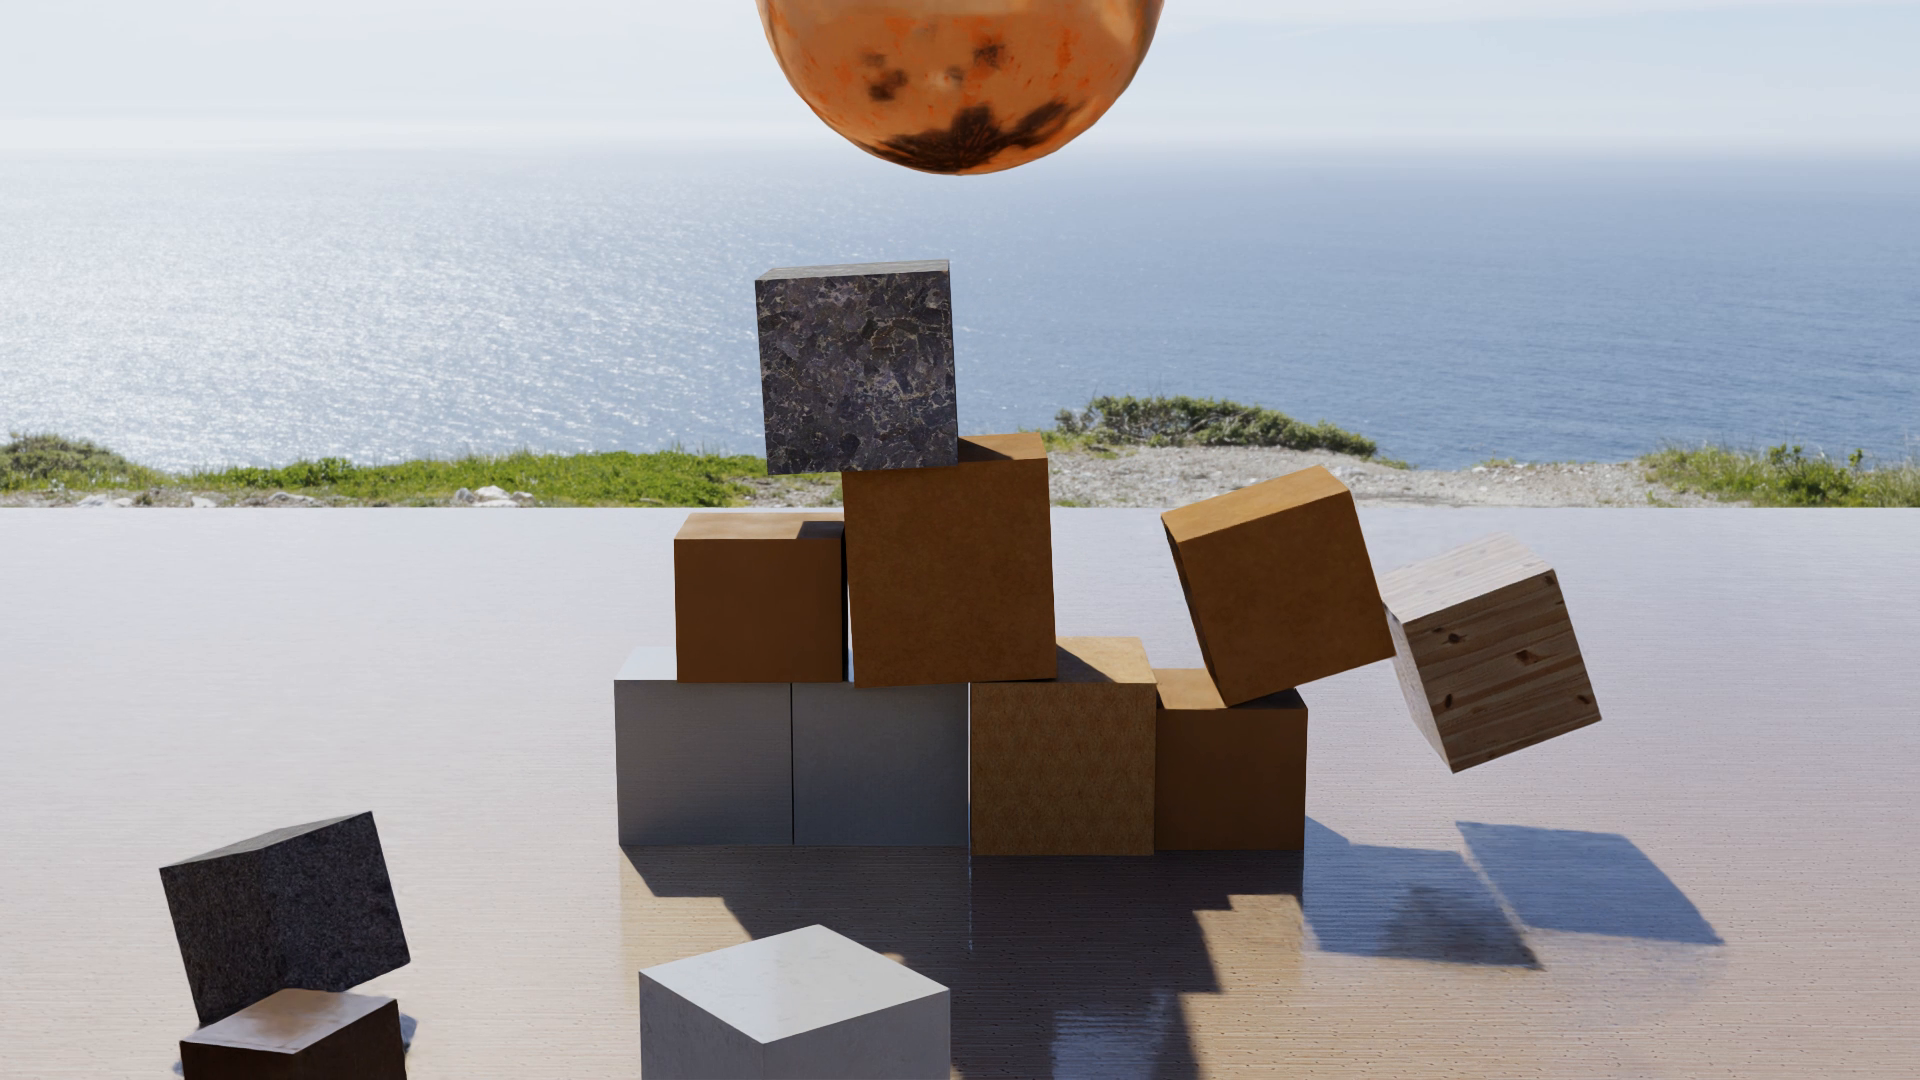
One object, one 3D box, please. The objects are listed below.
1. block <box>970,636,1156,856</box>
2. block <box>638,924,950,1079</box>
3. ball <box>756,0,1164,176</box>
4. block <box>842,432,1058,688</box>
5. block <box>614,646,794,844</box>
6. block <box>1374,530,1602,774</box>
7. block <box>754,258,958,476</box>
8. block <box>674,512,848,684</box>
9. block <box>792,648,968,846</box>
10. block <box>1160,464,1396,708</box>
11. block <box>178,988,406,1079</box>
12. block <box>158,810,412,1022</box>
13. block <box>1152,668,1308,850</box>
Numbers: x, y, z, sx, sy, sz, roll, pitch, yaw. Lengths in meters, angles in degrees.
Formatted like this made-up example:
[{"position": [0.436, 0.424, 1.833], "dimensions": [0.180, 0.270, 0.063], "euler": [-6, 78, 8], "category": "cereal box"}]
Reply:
[{"position": [0.509, 1.043, 11.367], "dimensions": [0.909, 0.882, 1.023], "euler": [0, 10, 0], "category": "block"}, {"position": [-0.552, 1.832, 7.333], "dimensions": [0.725, 0.772, 0.766], "euler": [-8, 13, -37], "category": "block"}, {"position": [0.000, -2.214, 8.469], "dimensions": [1.600, 1.600, 1.600], "euler": [0, 10, 0], "category": "ball"}, {"position": [-0.049, 0.082, 11.164], "dimensions": [0.997, 1.092, 0.948], "euler": [-3, 10, 0], "category": "block"}, {"position": [-1.285, 1.052, 11.385], "dimensions": [0.879, 0.857, 0.729], "euler": [0, 10, 0], "category": "block"}, {"position": [2.666, 0.555, 11.283], "dimensions": [0.784, 0.830, 0.881], "euler": [-20, 13, 3], "category": "block"}, {"position": [-0.487, -0.880, 10.922], "dimensions": [0.911, 0.929, 1.024], "euler": [-3, 10, 1], "category": "block"}, {"position": [-0.996, 0.282, 11.201], "dimensions": [0.819, 0.724, 0.771], "euler": [0, 10, -1], "category": "block"}, {"position": [-0.395, 1.055, 11.381], "dimensions": [0.878, 0.852, 0.752], "euler": [0, 10, 0], "category": "block"}, {"position": [1.608, 0.217, 11.242], "dimensions": [0.879, 0.870, 0.856], "euler": [-17, 10, 3], "category": "block"}, {"position": [-2.316, 1.900, 7.693], "dimensions": [0.508, 0.467, 0.530], "euler": [-1, 9, 25], "category": "block"}, {"position": [-2.737, 1.527, 8.936], "dimensions": [0.620, 0.644, 0.593], "euler": [-14, 1, 33], "category": "block"}, {"position": [1.348, 1.119, 11.372], "dimensions": [0.752, 0.729, 0.846], "euler": [0, 10, 0], "category": "block"}]
